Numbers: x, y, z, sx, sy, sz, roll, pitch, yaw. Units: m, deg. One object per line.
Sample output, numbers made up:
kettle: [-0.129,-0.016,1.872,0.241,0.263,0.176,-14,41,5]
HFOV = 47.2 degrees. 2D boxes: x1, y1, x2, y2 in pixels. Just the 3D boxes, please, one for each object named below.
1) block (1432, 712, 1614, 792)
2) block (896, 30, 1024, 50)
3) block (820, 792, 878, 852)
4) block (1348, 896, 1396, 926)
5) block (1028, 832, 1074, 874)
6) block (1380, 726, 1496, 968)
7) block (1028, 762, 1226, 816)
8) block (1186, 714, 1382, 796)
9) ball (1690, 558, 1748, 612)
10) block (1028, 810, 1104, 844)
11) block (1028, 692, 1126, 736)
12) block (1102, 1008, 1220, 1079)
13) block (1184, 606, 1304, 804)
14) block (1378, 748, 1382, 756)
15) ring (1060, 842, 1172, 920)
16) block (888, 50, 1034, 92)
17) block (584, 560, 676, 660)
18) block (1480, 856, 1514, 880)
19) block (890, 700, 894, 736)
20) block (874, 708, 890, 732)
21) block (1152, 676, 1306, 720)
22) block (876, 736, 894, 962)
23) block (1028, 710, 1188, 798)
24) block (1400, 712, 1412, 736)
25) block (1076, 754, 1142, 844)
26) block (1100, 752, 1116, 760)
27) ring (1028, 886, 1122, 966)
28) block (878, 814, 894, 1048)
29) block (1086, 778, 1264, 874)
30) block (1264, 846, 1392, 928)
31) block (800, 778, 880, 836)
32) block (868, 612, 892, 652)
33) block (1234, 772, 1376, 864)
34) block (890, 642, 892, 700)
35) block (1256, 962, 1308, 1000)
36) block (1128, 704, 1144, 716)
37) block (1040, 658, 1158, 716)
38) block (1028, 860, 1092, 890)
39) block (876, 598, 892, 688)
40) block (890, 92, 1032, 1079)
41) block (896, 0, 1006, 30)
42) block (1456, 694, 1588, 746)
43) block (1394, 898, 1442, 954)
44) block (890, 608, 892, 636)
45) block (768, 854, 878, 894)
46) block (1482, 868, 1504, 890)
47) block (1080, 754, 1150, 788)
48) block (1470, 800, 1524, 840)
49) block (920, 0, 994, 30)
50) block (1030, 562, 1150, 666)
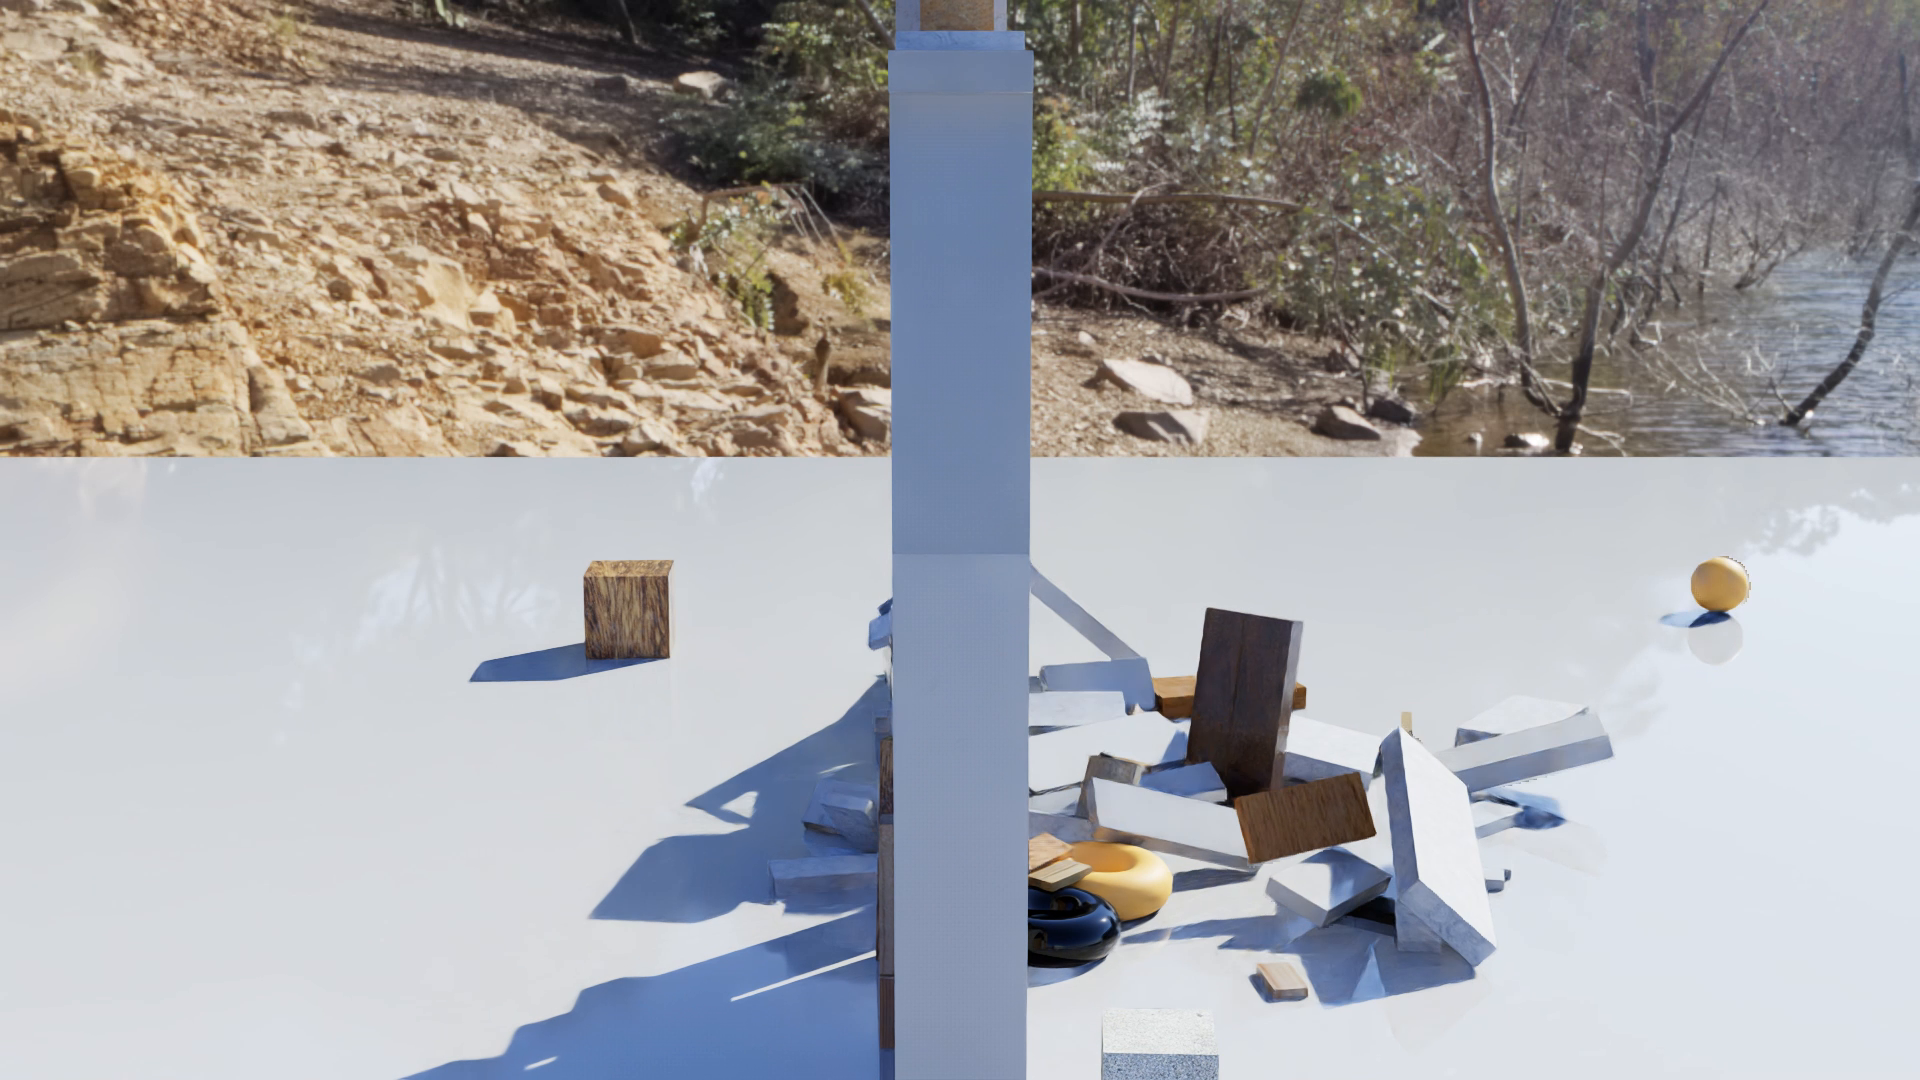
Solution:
block: [1.077,0.414,4.231,0.327,0.046,0.163,-16,8,11]
block: [0.000,-0.637,2.878,0.160,0.045,0.320,0,11,0]
block: [-0.172,0.493,3.813,0.086,0.024,0.172,7,-31,24]
block: [0.677,0.598,3.572,0.133,0.019,0.067,8,13,36]
block: [0.123,0.516,3.588,0.060,0.017,0.120,26,31,37]
block: [0.778,0.488,3.608,0.163,0.046,0.595,42,19,-6]
block: [0.287,0.475,4.007,0.386,0.026,0.092,-10,28,-10]
block: [0.637,0.399,4.313,0.356,0.050,0.178,14,21,12]
ball: [2.005,0.119,5.809,0.145,0.145,0.145,0,11,0]
block: [0.158,0.518,3.793,0.184,0.092,0.026,5,1,26]
block: [0.229,0.371,4.648,0.240,0.034,0.120,0,31,-1]
block: [0.250,0.685,2.772,0.141,0.141,0.141,1,11,3]
block: [0.532,0.316,4.147,0.178,0.356,0.050,9,2,32]
block: [0.796,0.419,4.531,0.075,0.021,0.149,-6,12,-28]
ring: [0.232,0.560,3.618,0.235,0.078,0.235,1,11,0]
block: [-0.001,-0.543,2.569,0.159,0.045,0.319,0,11,-1]
block: [-0.806,0.168,5.385,0.203,0.203,0.203,-1,11,-3]
block: [0.889,0.560,3.783,0.120,0.017,0.060,3,11,18]
block: [-0.028,0.432,3.582,0.171,0.341,0.048,0,9,-3]
block: [-0.106,0.379,4.630,0.144,0.020,0.072,-1,-31,-5]
block: [0.577,0.341,4.878,0.338,0.048,0.169,-3,11,-16]
block: [-0.036,0.475,3.346,0.171,0.341,0.048,3,5,15]
block: [0.263,0.427,4.255,0.415,0.050,0.178,-8,28,-32]
block: [0.906,0.404,4.466,0.021,0.075,0.149,2,11,11]
block: [0.250,0.472,3.819,0.092,0.184,0.026,7,-15,30]
block: [0.236,0.458,3.914,0.019,0.159,0.067,20,-7,17]
ring: [0.138,0.599,3.419,0.225,0.075,0.225,1,11,0]
block: [-0.029,0.542,3.038,0.162,0.324,0.046,1,11,3]
block: [0.368,0.488,3.760,0.309,0.031,0.110,14,39,-16]
block: [0.598,0.558,3.561,0.110,0.031,0.220,29,24,31]
block: [-0.189,0.490,3.981,0.185,0.026,0.092,6,56,30]
block: [-0.107,0.162,4.374,0.158,0.022,0.079,-23,29,13]
block: [0.571,0.459,3.635,0.220,0.110,0.031,-10,-13,-17]
block: [-0.035,0.344,3.999,0.180,0.359,0.051,1,4,6]
block: [0.479,0.656,3.275,0.052,0.015,0.103,-1,11,-7]
block: [0.379,0.382,4.658,0.014,0.050,0.101,-36,2,14]
block: [0.301,0.326,4.772,0.240,0.120,0.034,-3,-26,-18]
block: [0.159,0.536,3.516,0.052,0.015,0.104,10,15,39]
block: [-0.107,0.213,4.695,0.120,0.034,0.541,-35,-17,-12]
block: [0.001,0.133,2.589,0.159,1.293,0.045,0,11,0]
block: [-0.013,-0.814,3.071,0.155,0.310,0.044,0,12,-1]
block: [1.180,0.392,4.610,0.163,0.046,0.327,7,13,34]
block: [0.721,0.606,3.465,0.067,0.019,0.133,2,21,8]
block: [-0.014,0.117,4.097,0.180,0.051,0.359,1,10,7]
block: [-0.185,0.564,3.739,0.274,0.026,0.092,-2,11,-12]
block: [0.860,0.571,3.725,0.120,0.017,0.060,2,11,13]
block: [0.275,0.467,4.080,0.092,0.026,0.184,11,33,25]
block: [0.944,0.513,4.017,0.172,0.024,0.086,-10,14,-42]
block: [-0.004,-0.753,2.855,0.096,0.192,0.027,0,10,0]
block: [0.286,0.187,5.137,0.338,0.048,0.169,39,2,-14]
